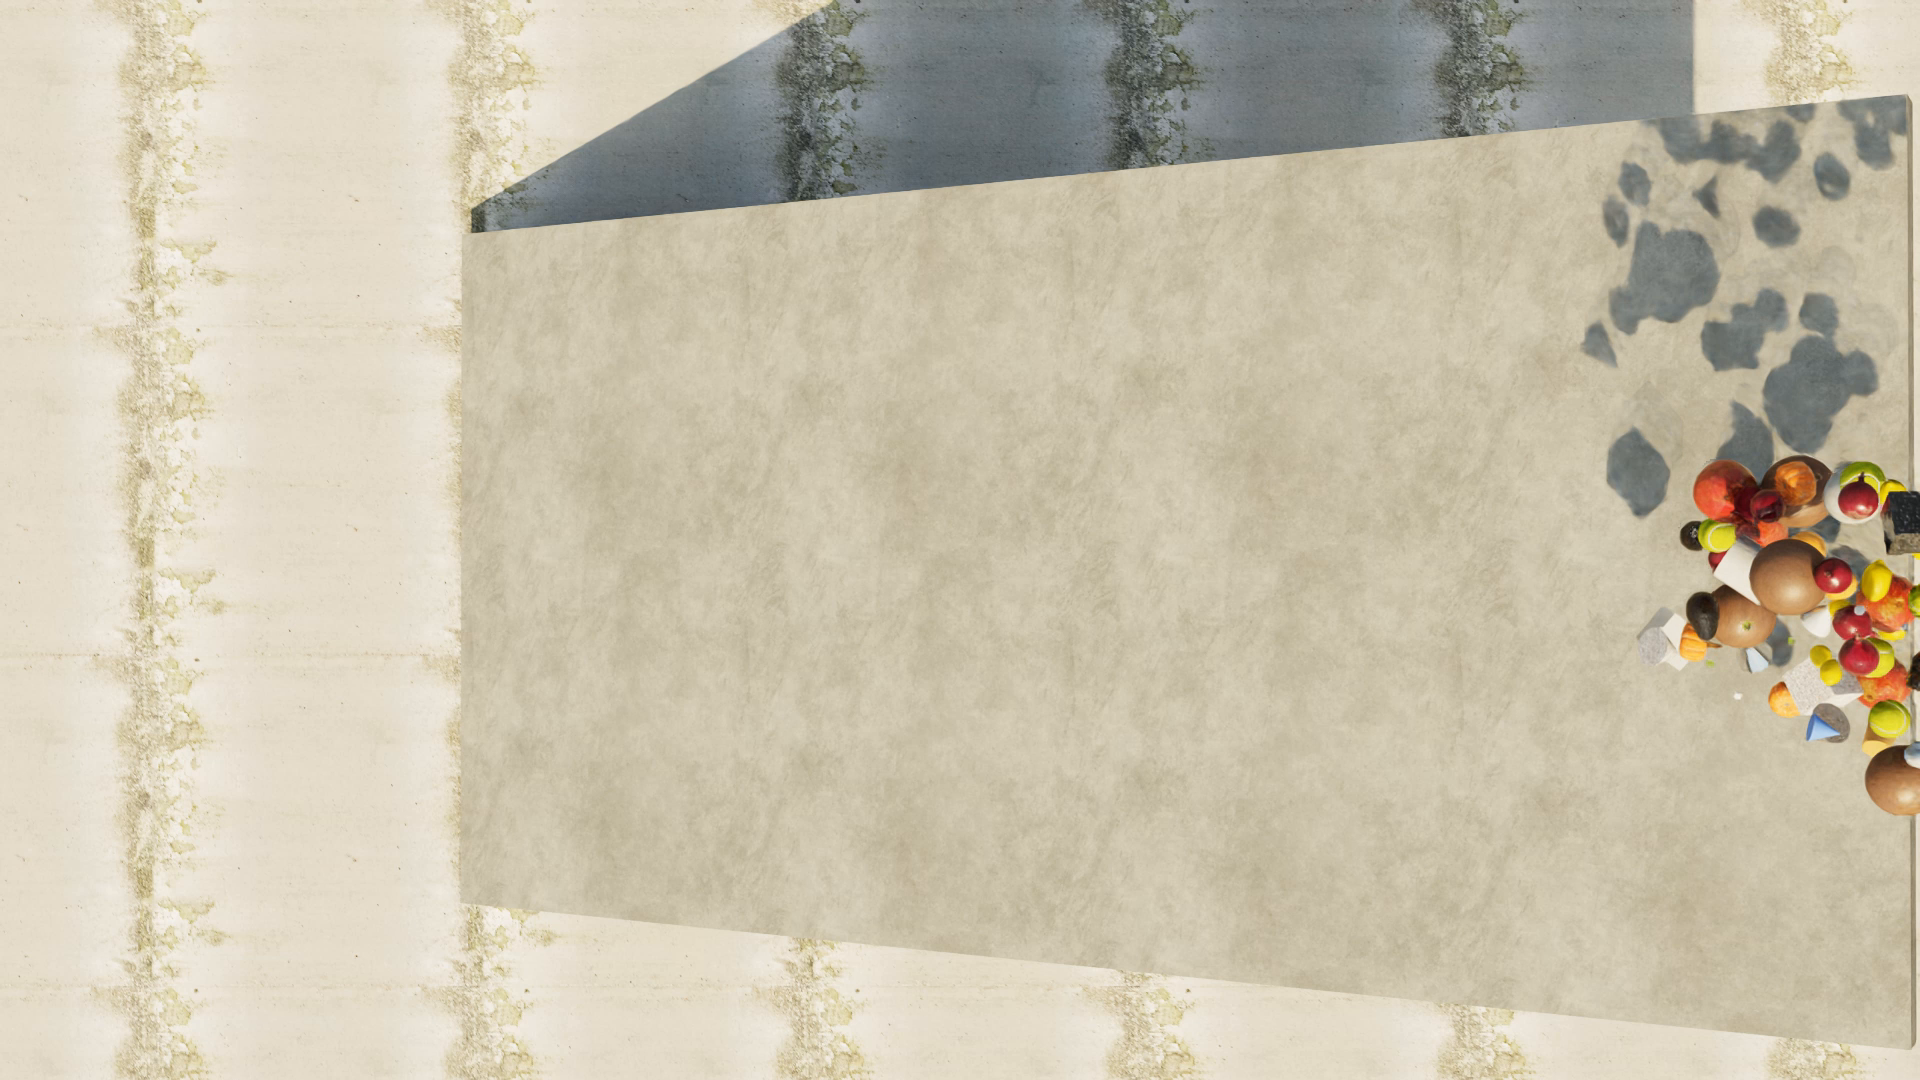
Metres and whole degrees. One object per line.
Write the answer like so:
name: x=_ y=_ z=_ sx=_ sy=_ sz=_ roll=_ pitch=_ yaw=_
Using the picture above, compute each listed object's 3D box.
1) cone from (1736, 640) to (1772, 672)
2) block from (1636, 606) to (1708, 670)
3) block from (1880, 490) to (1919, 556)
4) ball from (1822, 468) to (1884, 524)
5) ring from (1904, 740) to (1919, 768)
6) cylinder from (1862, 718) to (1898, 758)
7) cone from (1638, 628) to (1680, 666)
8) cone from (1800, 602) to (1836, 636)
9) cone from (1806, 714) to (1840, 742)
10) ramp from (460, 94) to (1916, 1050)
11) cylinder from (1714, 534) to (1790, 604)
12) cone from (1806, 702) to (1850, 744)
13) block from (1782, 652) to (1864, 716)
cone: x=1.648 y=0.225 z=4.588 sx=0.076 sy=0.076 sz=0.076 roll=-18 pitch=51 yaw=24
block: x=1.468 y=0.202 z=4.540 sx=0.086 sy=0.086 sz=0.086 roll=37 pitch=98 yaw=-5
block: x=1.397 y=-0.026 z=3.226 sx=0.069 sy=0.069 sz=0.069 roll=-3 pitch=64 yaw=12
ball: x=1.501 y=-0.074 z=3.693 sx=0.096 sy=0.096 sz=0.096 roll=0 pitch=89 yaw=0
ring: x=1.658 y=0.364 z=3.744 sx=0.094 sy=0.094 sz=0.031 roll=-15 pitch=103 yaw=0
cylinder: x=1.764 y=0.380 z=4.216 sx=0.055 sy=0.055 sz=0.055 roll=30 pitch=59 yaw=0
cone: x=1.383 y=0.218 z=4.304 sx=0.078 sy=0.078 sz=0.078 roll=15 pitch=89 yaw=-27
cone: x=1.555 y=0.131 z=3.950 sx=0.062 sy=0.062 sz=0.062 roll=12 pitch=49 yaw=-14
cone: x=1.603 y=0.353 z=4.071 sx=0.054 sy=0.054 sz=0.054 roll=13 pitch=89 yaw=11
ramp: x=0.271 y=0.075 z=5.631 sx=4.000 sy=0.100 sz=2.000 roll=0 pitch=89 yaw=30
cylinder: x=1.398 y=0.052 z=3.884 sx=0.090 sy=0.090 sz=0.090 roll=37 pitch=90 yaw=22
cone: x=1.642 y=0.365 z=4.210 sx=0.083 sy=0.083 sz=0.083 roll=7 pitch=62 yaw=-14
block: x=1.755 y=0.293 z=4.472 sx=0.093 sy=0.093 sz=0.093 roll=-1 pitch=60 yaw=-30
